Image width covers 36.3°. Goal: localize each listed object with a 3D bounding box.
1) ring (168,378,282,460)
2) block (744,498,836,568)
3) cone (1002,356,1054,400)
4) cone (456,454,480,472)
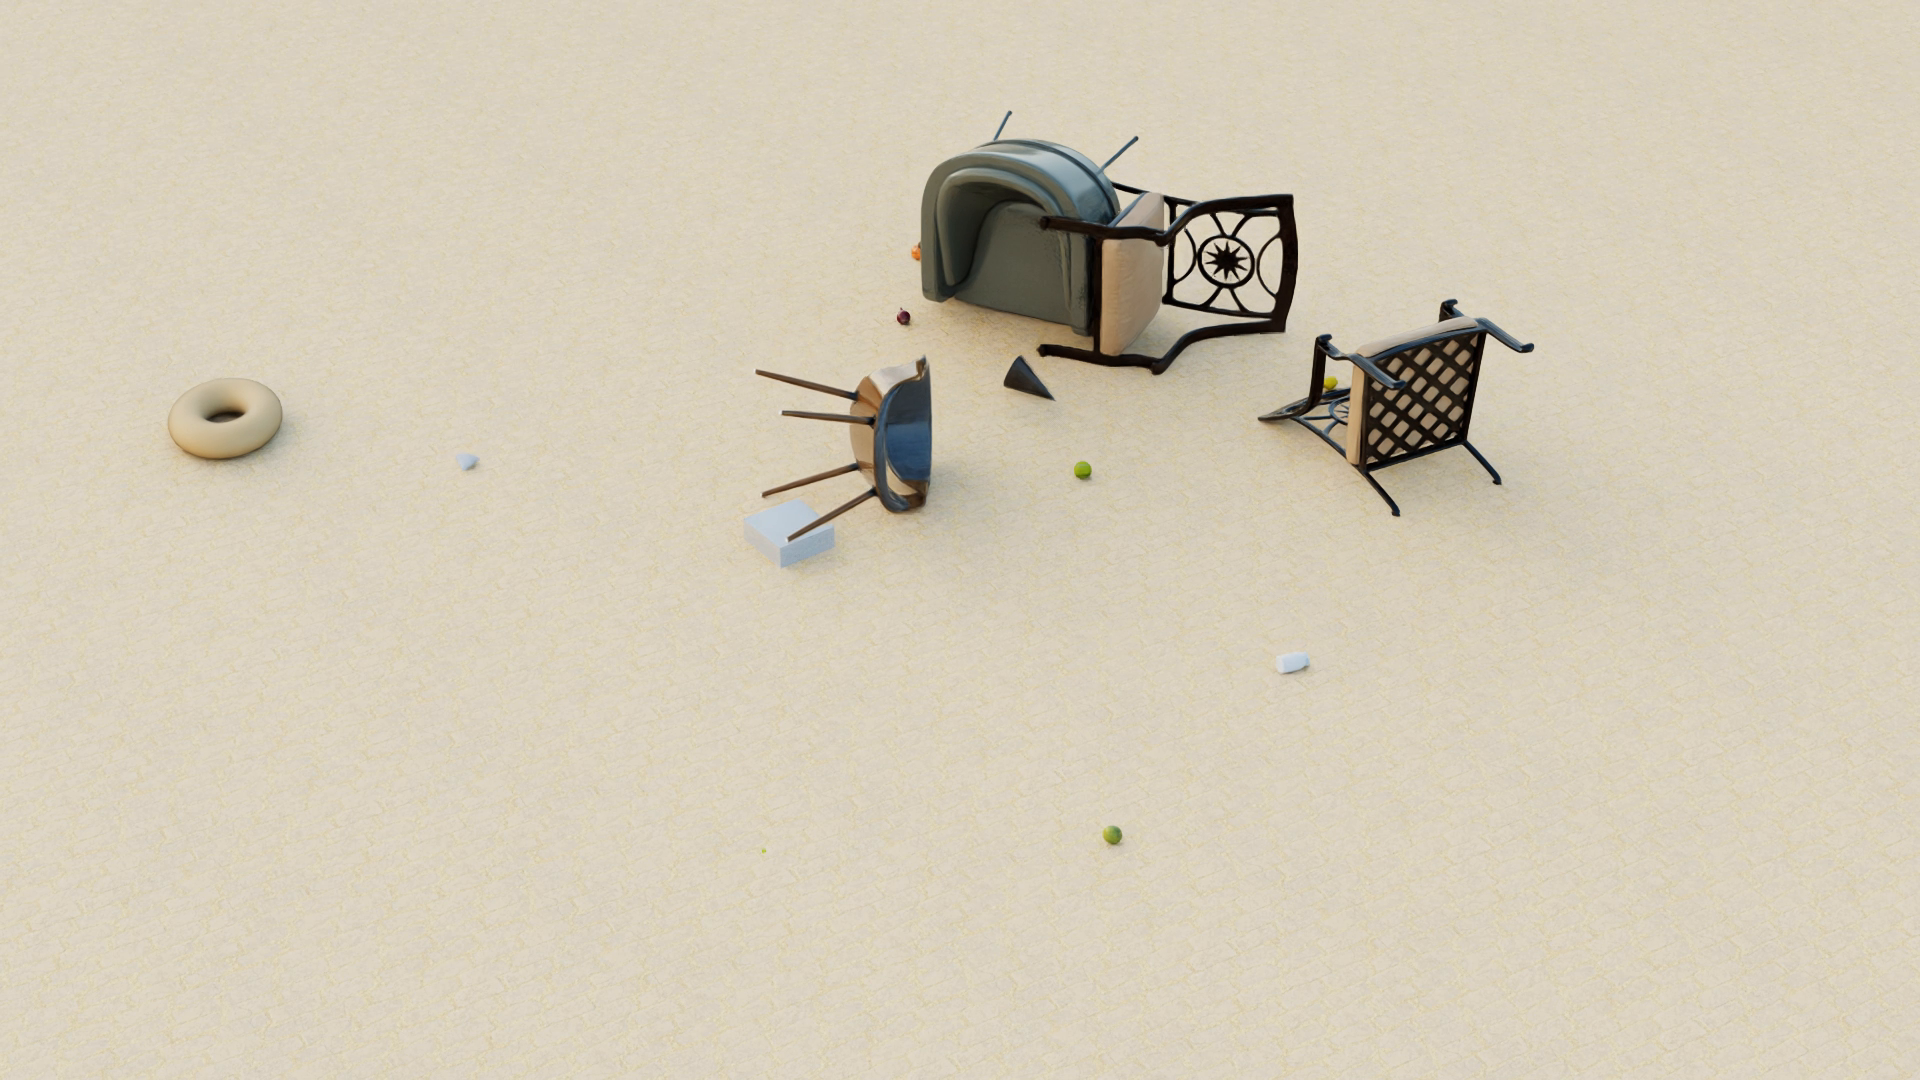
[{"bbox_3d":[-2.896,-0.482,11.560,0.443,0.129,0.514,-3,34,-6],"label":"ring"},{"bbox_3d":[-0.635,-0.026,10.902,0.244,0.091,0.245,-22,39,-30],"label":"block"},{"bbox_3d":[0.298,-0.619,11.810,0.218,0.178,0.116,35,57,10],"label":"cone"},{"bbox_3d":[-1.917,-0.292,11.363,0.107,0.058,0.065,3,58,18],"label":"cone"}]
